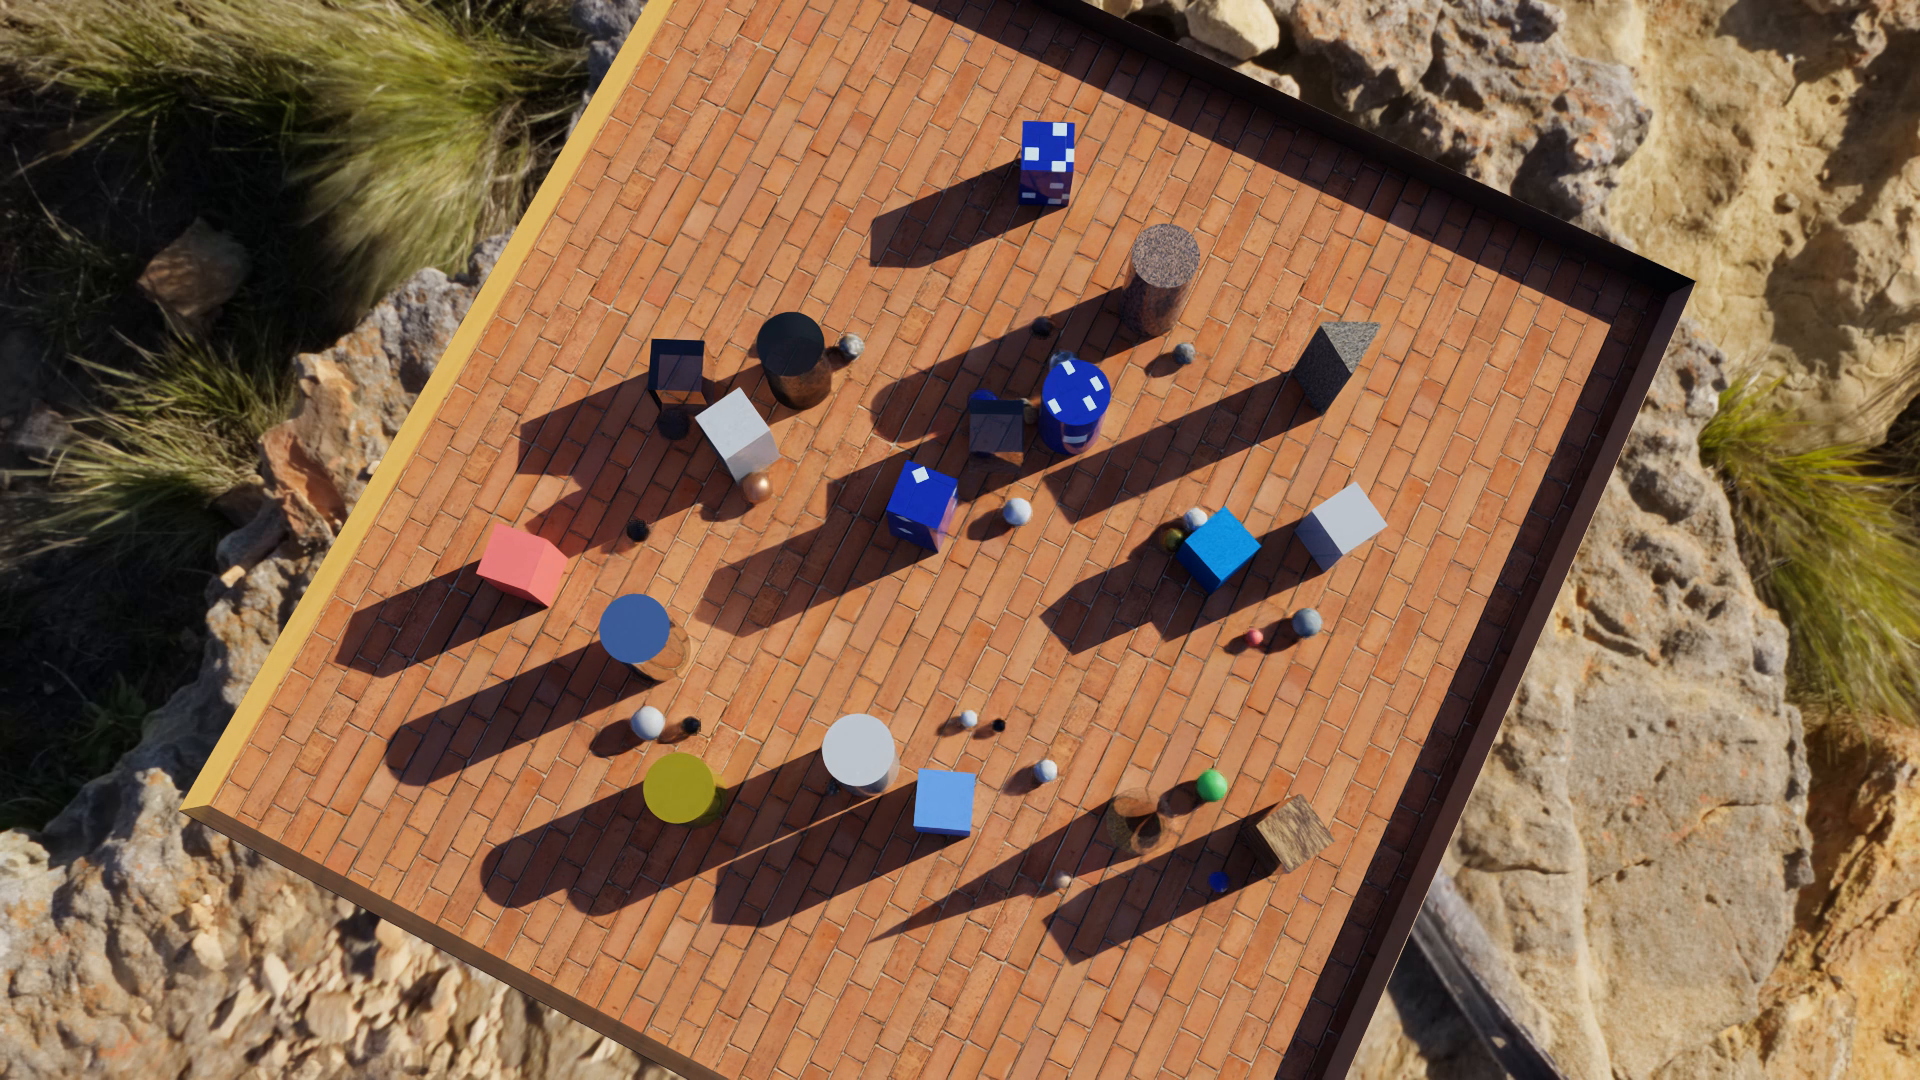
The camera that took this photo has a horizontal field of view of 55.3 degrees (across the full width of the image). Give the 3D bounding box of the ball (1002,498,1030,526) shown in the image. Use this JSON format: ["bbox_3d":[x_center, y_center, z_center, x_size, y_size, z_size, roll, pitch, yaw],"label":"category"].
[{"bbox_3d":[0.174,-0.088,5.591,0.085,0.085,0.085,0,78,0],"label":"ball"}]

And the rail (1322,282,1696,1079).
[{"bbox_3d":[1.473,0.728,5.399,0.045,0.129,3.480,26,80,5],"label":"rail"}]

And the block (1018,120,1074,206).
[{"bbox_3d":[0.268,-1.172,5.718,0.159,0.277,0.159,2,78,0],"label":"block"}]

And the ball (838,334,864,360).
[{"bbox_3d":[-0.338,-0.599,5.699,0.082,0.082,0.082,0,78,0],"label":"ball"}]

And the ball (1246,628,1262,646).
[{"bbox_3d":[0.887,0.293,5.530,0.050,0.050,0.050,0,78,0],"label":"ball"}]

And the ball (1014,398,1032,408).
[{"bbox_3d":[0.188,-0.406,5.665,0.070,0.070,0.070,0,78,0],"label":"ball"}]

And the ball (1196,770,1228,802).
[{"bbox_3d":[0.743,0.729,5.419,0.091,0.091,0.091,0,78,0],"label":"ball"}]

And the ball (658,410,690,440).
[{"bbox_3d":[-0.878,-0.354,5.641,0.096,0.096,0.096,0,78,0],"label":"ball"}]

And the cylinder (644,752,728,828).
[{"bbox_3d":[-0.792,0.729,5.309,0.199,0.307,0.199,0,78,0],"label":"cylinder"}]

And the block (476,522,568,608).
[{"bbox_3d":[-1.299,0.077,5.453,0.159,0.289,0.159,18,79,4],"label":"block"}]

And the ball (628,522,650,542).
[{"bbox_3d":[-0.981,-0.024,5.588,0.066,0.066,0.066,0,78,0],"label":"ball"}]

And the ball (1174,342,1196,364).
[{"bbox_3d":[0.700,-0.580,5.701,0.069,0.069,0.069,0,78,0],"label":"ball"}]

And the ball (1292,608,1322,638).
[{"bbox_3d":[1.045,0.248,5.519,0.090,0.090,0.090,0,78,0],"label":"ball"}]

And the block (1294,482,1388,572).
[{"bbox_3d":[1.135,-0.035,5.478,0.159,0.286,0.159,-33,80,-6],"label":"block"}]

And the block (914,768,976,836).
[{"bbox_3d":[-0.043,0.759,5.280,0.159,0.352,0.159,5,78,1],"label":"block"}]

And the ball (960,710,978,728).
[{"bbox_3d":[0.026,0.535,5.479,0.054,0.054,0.054,0,78,0],"label":"ball"}]

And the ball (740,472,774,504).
[{"bbox_3d":[-0.619,-0.159,5.599,0.100,0.100,0.100,0,78,0],"label":"ball"}]

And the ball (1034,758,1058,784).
[{"bbox_3d":[0.254,0.686,5.438,0.072,0.072,0.072,0,78,0],"label":"ball"}]

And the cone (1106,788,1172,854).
[{"bbox_3d":[0.533,0.786,5.207,0.199,0.483,0.199,0,78,0],"label":"cone"}]

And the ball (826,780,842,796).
[{"bbox_3d":[-0.374,0.738,5.440,0.045,0.045,0.045,0,78,0],"label":"ball"}]

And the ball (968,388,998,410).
[{"bbox_3d":[0.072,-0.420,5.655,0.094,0.094,0.094,0,78,0],"label":"ball"}]

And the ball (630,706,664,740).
[{"bbox_3d":[-0.930,0.544,5.453,0.099,0.099,0.099,0,78,0],"label":"ball"}]

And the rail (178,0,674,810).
[{"bbox_3d":[-1.473,-0.714,5.697,0.045,0.129,3.480,26,80,5],"label":"rail"}]

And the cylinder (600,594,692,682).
[{"bbox_3d":[-0.913,0.290,5.345,0.199,0.414,0.199,0,78,0],"label":"cylinder"}]

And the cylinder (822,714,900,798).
[{"bbox_3d":[-0.279,0.622,5.252,0.199,0.461,0.199,0,78,0],"label":"cylinder"}]

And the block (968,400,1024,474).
[{"bbox_3d":[0.109,-0.312,5.549,0.159,0.259,0.159,1,78,0],"label":"block"}]

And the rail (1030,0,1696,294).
[{"bbox_3d":[0.768,-1.496,5.859,3.342,0.129,0.045,26,80,5],"label":"rail"}]

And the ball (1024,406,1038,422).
[{"bbox_3d":[0.215,-0.386,5.614,0.053,0.053,0.053,0,78,0],"label":"ball"}]

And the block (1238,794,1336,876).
[{"bbox_3d":[0.934,0.850,5.266,0.159,0.343,0.159,-34,80,-7],"label":"block"}]

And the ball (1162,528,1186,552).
[{"bbox_3d":[0.650,0.001,5.577,0.076,0.076,0.076,0,78,0],"label":"ball"}]

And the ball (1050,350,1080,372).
[{"bbox_3d":[0.326,-0.540,5.678,0.099,0.099,0.099,0,78,0],"label":"ball"}]

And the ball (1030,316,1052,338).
[{"bbox_3d":[0.256,-0.666,5.720,0.068,0.068,0.068,0,78,0],"label":"ball"}]

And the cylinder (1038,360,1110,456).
[{"bbox_3d":[0.341,-0.395,5.519,0.199,0.352,0.199,0,78,0],"label":"cylinder"}]

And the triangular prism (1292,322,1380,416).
[{"bbox_3d":[1.103,-0.542,5.495,0.149,0.458,0.172,30,80,6],"label":"triangular prism"}]

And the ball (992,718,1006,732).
[{"bbox_3d":[0.117,0.555,5.480,0.042,0.042,0.042,0,78,0],"label":"ball"}]

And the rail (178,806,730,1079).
[{"bbox_3d":[-0.768,1.510,5.237,3.342,0.129,0.045,26,80,5],"label":"rail"}]

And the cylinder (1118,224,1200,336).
[{"bbox_3d":[0.598,-0.780,5.546,0.199,0.455,0.199,0,78,0],"label":"cylinder"}]

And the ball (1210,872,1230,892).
[{"bbox_3d":[0.762,1.003,5.377,0.062,0.062,0.062,0,78,0],"label":"ball"}]

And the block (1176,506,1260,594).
[{"bbox_3d":[0.770,0.035,5.484,0.159,0.246,0.159,-40,81,-8],"label":"block"}]

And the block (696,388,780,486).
[{"bbox_3d":[-0.665,-0.307,5.512,0.159,0.329,0.159,-35,80,-7],"label":"block"}]

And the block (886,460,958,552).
[{"bbox_3d":[-0.110,-0.096,5.459,0.159,0.348,0.159,21,79,4],"label":"block"}]

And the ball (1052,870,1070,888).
[{"bbox_3d":[0.297,0.997,5.382,0.054,0.054,0.054,0,78,0],"label":"ball"}]

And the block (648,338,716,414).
[{"bbox_3d":[-0.846,-0.495,5.587,0.159,0.259,0.159,2,78,0],"label":"block"}]

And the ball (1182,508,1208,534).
[{"bbox_3d":[0.716,-0.058,5.589,0.077,0.077,0.077,0,78,0],"label":"ball"}]

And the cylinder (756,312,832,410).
[{"bbox_3d":[-0.497,-0.538,5.546,0.199,0.357,0.199,0,78,0],"label":"cylinder"}]

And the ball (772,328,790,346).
[{"bbox_3d":[-0.560,-0.632,5.718,0.058,0.058,0.058,0,78,0],"label":"ball"}]

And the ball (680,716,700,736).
[{"bbox_3d":[-0.805,0.555,5.473,0.056,0.056,0.056,0,78,0],"label":"ball"}]
